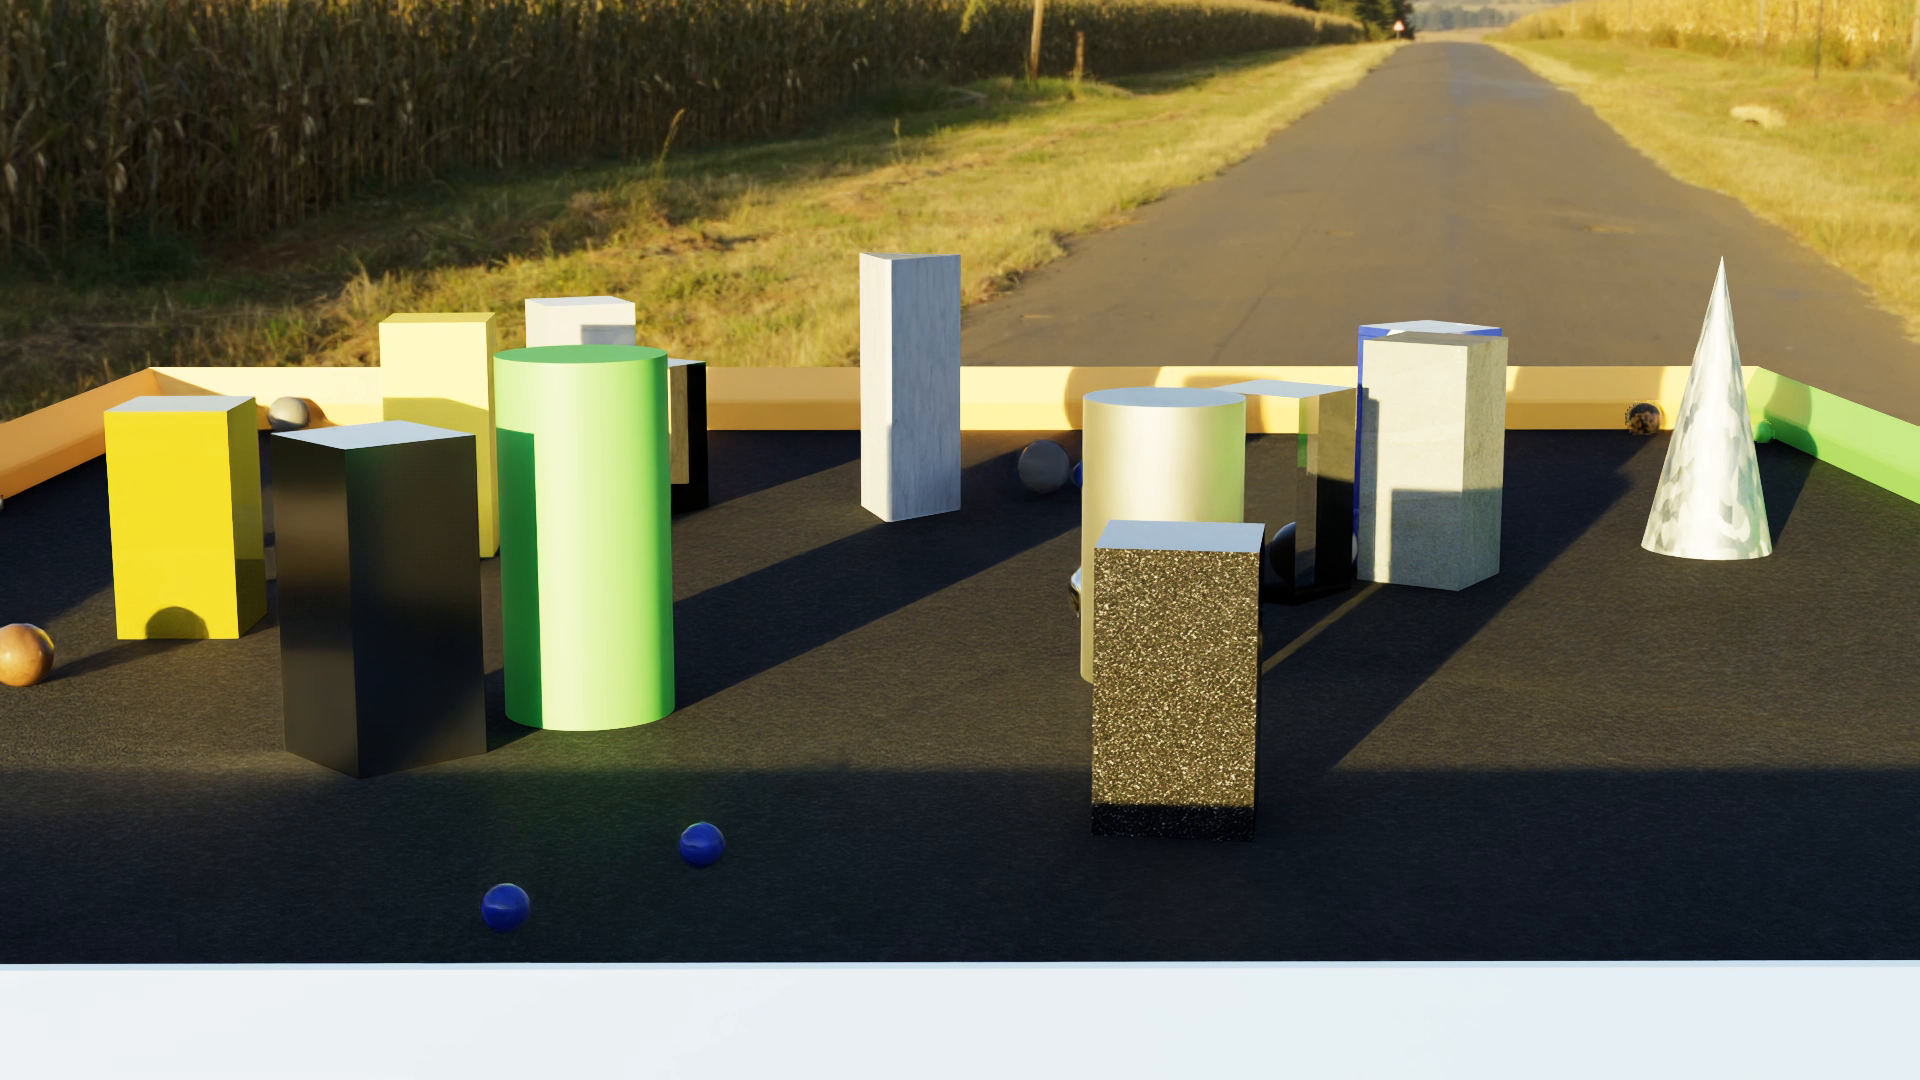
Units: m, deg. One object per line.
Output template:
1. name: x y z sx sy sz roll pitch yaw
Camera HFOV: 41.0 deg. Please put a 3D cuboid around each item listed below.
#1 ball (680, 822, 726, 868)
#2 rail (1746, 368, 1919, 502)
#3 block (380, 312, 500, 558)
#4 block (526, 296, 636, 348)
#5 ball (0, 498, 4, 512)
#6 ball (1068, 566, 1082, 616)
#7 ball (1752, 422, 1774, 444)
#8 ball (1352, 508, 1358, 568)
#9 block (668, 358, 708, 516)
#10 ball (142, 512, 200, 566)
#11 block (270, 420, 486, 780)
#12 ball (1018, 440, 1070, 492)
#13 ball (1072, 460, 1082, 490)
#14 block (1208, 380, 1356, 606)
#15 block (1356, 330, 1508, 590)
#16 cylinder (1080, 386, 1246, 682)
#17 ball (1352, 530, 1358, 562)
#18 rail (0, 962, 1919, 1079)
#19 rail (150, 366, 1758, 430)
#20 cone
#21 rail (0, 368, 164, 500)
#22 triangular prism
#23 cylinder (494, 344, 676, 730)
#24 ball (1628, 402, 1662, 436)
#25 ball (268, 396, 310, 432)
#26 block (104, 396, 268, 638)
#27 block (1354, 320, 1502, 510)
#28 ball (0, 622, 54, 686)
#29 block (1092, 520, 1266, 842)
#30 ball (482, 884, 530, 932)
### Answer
1. ball: -0.236 0.279 2.353 0.042 0.042 0.042 0 11 0
2. rail: 1.589 0.030 3.458 0.045 0.125 3.464 0 11 0
3. block: -0.779 -0.160 3.867 0.154 0.351 0.154 -1 11 -4
4. block: -0.663 -0.260 4.498 0.154 0.318 0.154 -5 11 -23
5. ball: -1.571 -0.056 4.148 0.044 0.044 0.044 0 11 0
6. ball: 0.183 0.067 3.388 0.080 0.080 0.080 0 11 0
7. ball: 1.556 -0.208 4.974 0.042 0.042 0.042 0 11 0
8. ball: 0.571 -0.003 3.744 0.087 0.087 0.087 0 11 0
9. block: -0.524 -0.170 4.218 0.154 0.243 0.154 8 13 35
10. ball: -1.157 -0.002 3.762 0.079 0.079 0.079 0 11 0
11. block: -0.615 0.058 2.716 0.154 0.344 0.154 -10 14 -42
12. ball: 0.144 -0.125 4.398 0.089 0.089 0.089 0 11 0
13. ball: 0.223 -0.111 4.404 0.059 0.059 0.059 0 11 0
14. block: 0.441 -0.069 3.562 0.154 0.284 0.154 8 13 38
15. block: 0.674 -0.117 3.658 0.154 0.342 0.154 7 12 32
16. cylinder: 0.242 -0.003 3.064 0.192 0.337 0.192 0 11 0
17. ball: 0.522 0.009 3.669 0.091 0.091 0.091 0 11 0
18. rail: 0.010 0.344 1.770 3.225 0.125 0.045 0 11 0
19. rail: -0.010 -0.280 5.129 3.225 0.125 0.045 0 11 0
20. cone: 1.137 -0.206 3.865 0.192 0.444 0.192 0 11 0
21. rail: -1.589 0.034 3.440 0.045 0.125 3.464 0 11 0
22. triangular prism: -0.109 -0.256 4.195 0.144 0.420 0.166 10 14 43
23. cylinder: -0.422 -0.007 2.892 0.192 0.407 0.192 0 11 0
24. ball: 1.354 -0.239 5.073 0.065 0.065 0.065 0 11 0
25. ball: -1.327 -0.245 5.070 0.080 0.080 0.080 0 11 0
26. block: -1.004 -0.032 3.338 0.154 0.293 0.154 0 11 -1
27. block: 0.723 -0.167 3.976 0.154 0.326 0.154 -8 13 -35
28. ball: -1.111 0.135 3.033 0.076 0.076 0.076 0 11 0
29. block: 0.213 0.133 2.490 0.154 0.279 0.154 2 11 8
30. ball: -0.385 0.312 2.179 0.041 0.041 0.041 0 11 0
